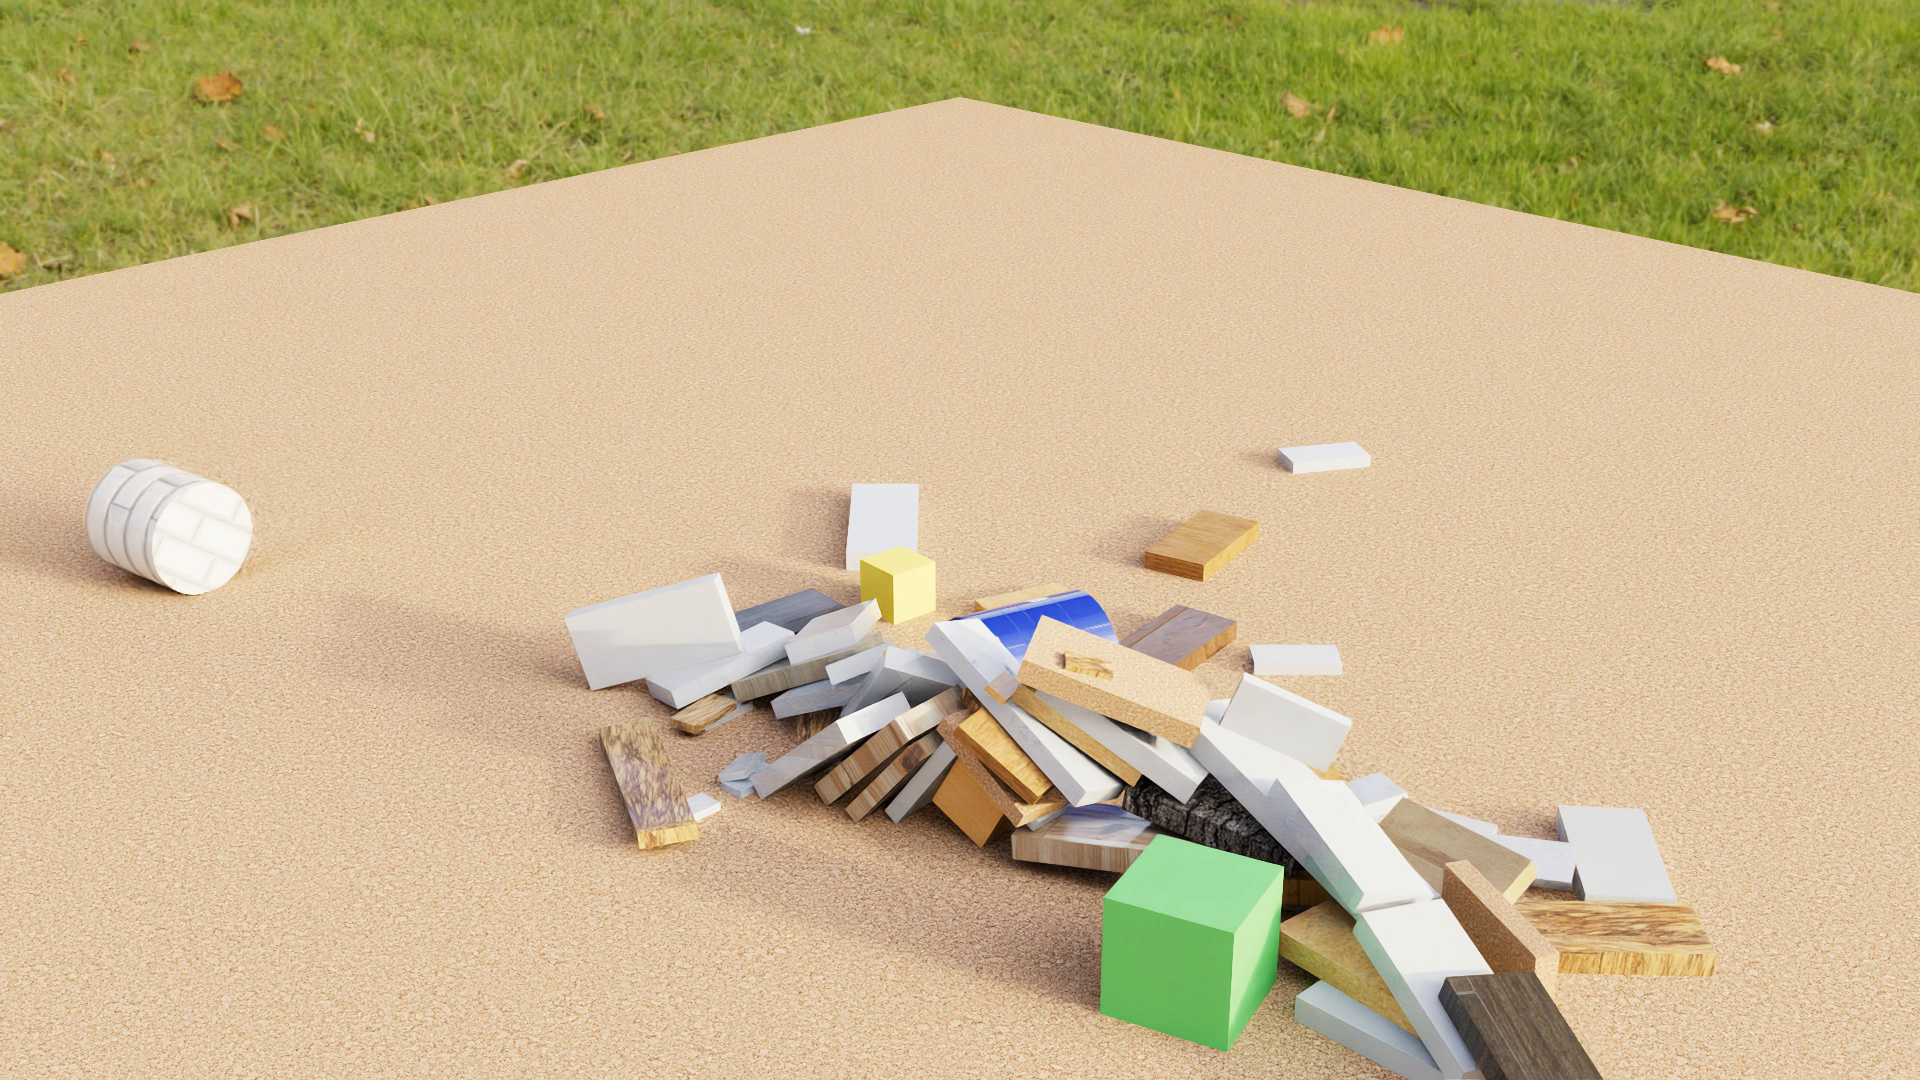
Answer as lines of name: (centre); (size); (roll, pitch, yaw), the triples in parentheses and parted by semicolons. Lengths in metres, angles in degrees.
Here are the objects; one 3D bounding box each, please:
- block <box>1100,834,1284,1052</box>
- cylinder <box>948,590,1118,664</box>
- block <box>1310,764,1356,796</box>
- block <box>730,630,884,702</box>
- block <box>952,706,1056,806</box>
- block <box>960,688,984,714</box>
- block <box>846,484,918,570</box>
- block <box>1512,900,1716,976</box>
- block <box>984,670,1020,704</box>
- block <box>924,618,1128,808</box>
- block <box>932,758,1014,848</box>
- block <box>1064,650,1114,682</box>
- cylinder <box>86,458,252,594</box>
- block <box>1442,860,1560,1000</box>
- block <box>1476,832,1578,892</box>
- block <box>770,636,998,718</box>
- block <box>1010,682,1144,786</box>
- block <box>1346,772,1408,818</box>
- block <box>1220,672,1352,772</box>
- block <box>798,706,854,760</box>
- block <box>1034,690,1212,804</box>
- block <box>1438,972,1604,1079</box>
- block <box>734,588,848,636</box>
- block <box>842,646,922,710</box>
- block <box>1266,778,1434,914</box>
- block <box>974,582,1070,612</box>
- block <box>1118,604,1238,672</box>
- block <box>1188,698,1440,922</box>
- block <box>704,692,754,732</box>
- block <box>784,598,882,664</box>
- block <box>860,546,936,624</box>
block: (0.403, 0.695, 3.820); (0.236, 0.236, 0.236); (12, 26, 25)
cylinder: (0.149, 0.279, 4.731); (0.292, 0.292, 0.292); (-12, 26, -26)
block: (0.737, 0.525, 4.347); (0.093, 0.026, 0.186); (-19, 51, -17)
block: (-0.333, 0.279, 4.853); (0.313, 0.044, 0.157); (-17, 7, 22)
block: (0.094, 0.408, 4.184); (0.204, 0.029, 0.102); (41, 39, 14)
block: (0.096, 0.364, 4.283); (0.102, 0.029, 0.204); (-10, 52, -40)
block: (-0.200, -0.038, 5.785); (0.180, 0.051, 0.470); (0, 23, -1)
block: (1.180, 0.723, 3.997); (0.332, 0.047, 0.166); (1, 23, 2)
block: (0.084, 0.283, 4.220); (0.046, 0.013, 0.093); (38, 25, 9)
block: (0.126, 0.328, 4.256); (0.144, 0.041, 0.469); (-2, 43, -52)
block: (0.061, 0.492, 4.358); (0.139, 0.139, 0.139); (43, 40, 17)
block: (0.240, 0.236, 4.123); (0.093, 0.013, 0.046); (14, 30, -8)
cylinder: (-1.973, -0.037, 5.486); (0.283, 0.283, 0.283); (17, 28, 34)
block: (0.945, 0.714, 3.876); (0.045, 0.158, 0.316); (-7, 24, -16)
block: (1.048, 0.612, 4.214); (0.251, 0.026, 0.093); (4, 46, 22)
block: (-0.158, 0.292, 4.634); (0.538, 0.040, 0.141); (-14, 11, 38)
block: (0.248, 0.353, 4.241); (0.288, 0.041, 0.144); (35, 24, 11)
block: (0.774, 0.531, 4.415); (0.221, 0.031, 0.111); (-15, 20, -15)
block: (0.619, 0.347, 4.180); (0.221, 0.111, 0.031); (24, 26, 2)
block: (-0.282, 0.394, 4.781); (0.141, 0.040, 0.282); (-2, 23, -4)
block: (0.326, 0.355, 4.214); (0.352, 0.050, 0.176); (35, 24, 12)
block: (0.942, 0.892, 3.422); (0.166, 0.047, 0.557); (1, 34, -18)
block: (-0.443, 0.212, 5.196); (0.360, 0.051, 0.180); (-18, 29, -36)
block: (-0.113, 0.342, 4.828); (0.165, 0.047, 0.330); (22, 26, 17)
block: (0.696, 0.546, 3.942); (0.158, 0.045, 0.316); (6, 31, -30)
block: (0.166, 0.160, 5.341); (0.234, 0.033, 0.117); (-11, 25, -25)
block: (0.490, 0.246, 5.121); (0.165, 0.047, 0.330); (16, 28, 33)
block: (0.628, 0.498, 4.087); (0.176, 0.050, 0.587); (-2, 35, -40)
block: (-0.532, 0.377, 4.846); (0.071, 0.020, 0.141); (19, 30, 38)
block: (-0.282, 0.204, 4.948); (0.157, 0.044, 0.313); (-18, 6, 10)
block: (-0.151, 0.109, 5.339); (0.129, 0.129, 0.129); (-18, 29, -37)
